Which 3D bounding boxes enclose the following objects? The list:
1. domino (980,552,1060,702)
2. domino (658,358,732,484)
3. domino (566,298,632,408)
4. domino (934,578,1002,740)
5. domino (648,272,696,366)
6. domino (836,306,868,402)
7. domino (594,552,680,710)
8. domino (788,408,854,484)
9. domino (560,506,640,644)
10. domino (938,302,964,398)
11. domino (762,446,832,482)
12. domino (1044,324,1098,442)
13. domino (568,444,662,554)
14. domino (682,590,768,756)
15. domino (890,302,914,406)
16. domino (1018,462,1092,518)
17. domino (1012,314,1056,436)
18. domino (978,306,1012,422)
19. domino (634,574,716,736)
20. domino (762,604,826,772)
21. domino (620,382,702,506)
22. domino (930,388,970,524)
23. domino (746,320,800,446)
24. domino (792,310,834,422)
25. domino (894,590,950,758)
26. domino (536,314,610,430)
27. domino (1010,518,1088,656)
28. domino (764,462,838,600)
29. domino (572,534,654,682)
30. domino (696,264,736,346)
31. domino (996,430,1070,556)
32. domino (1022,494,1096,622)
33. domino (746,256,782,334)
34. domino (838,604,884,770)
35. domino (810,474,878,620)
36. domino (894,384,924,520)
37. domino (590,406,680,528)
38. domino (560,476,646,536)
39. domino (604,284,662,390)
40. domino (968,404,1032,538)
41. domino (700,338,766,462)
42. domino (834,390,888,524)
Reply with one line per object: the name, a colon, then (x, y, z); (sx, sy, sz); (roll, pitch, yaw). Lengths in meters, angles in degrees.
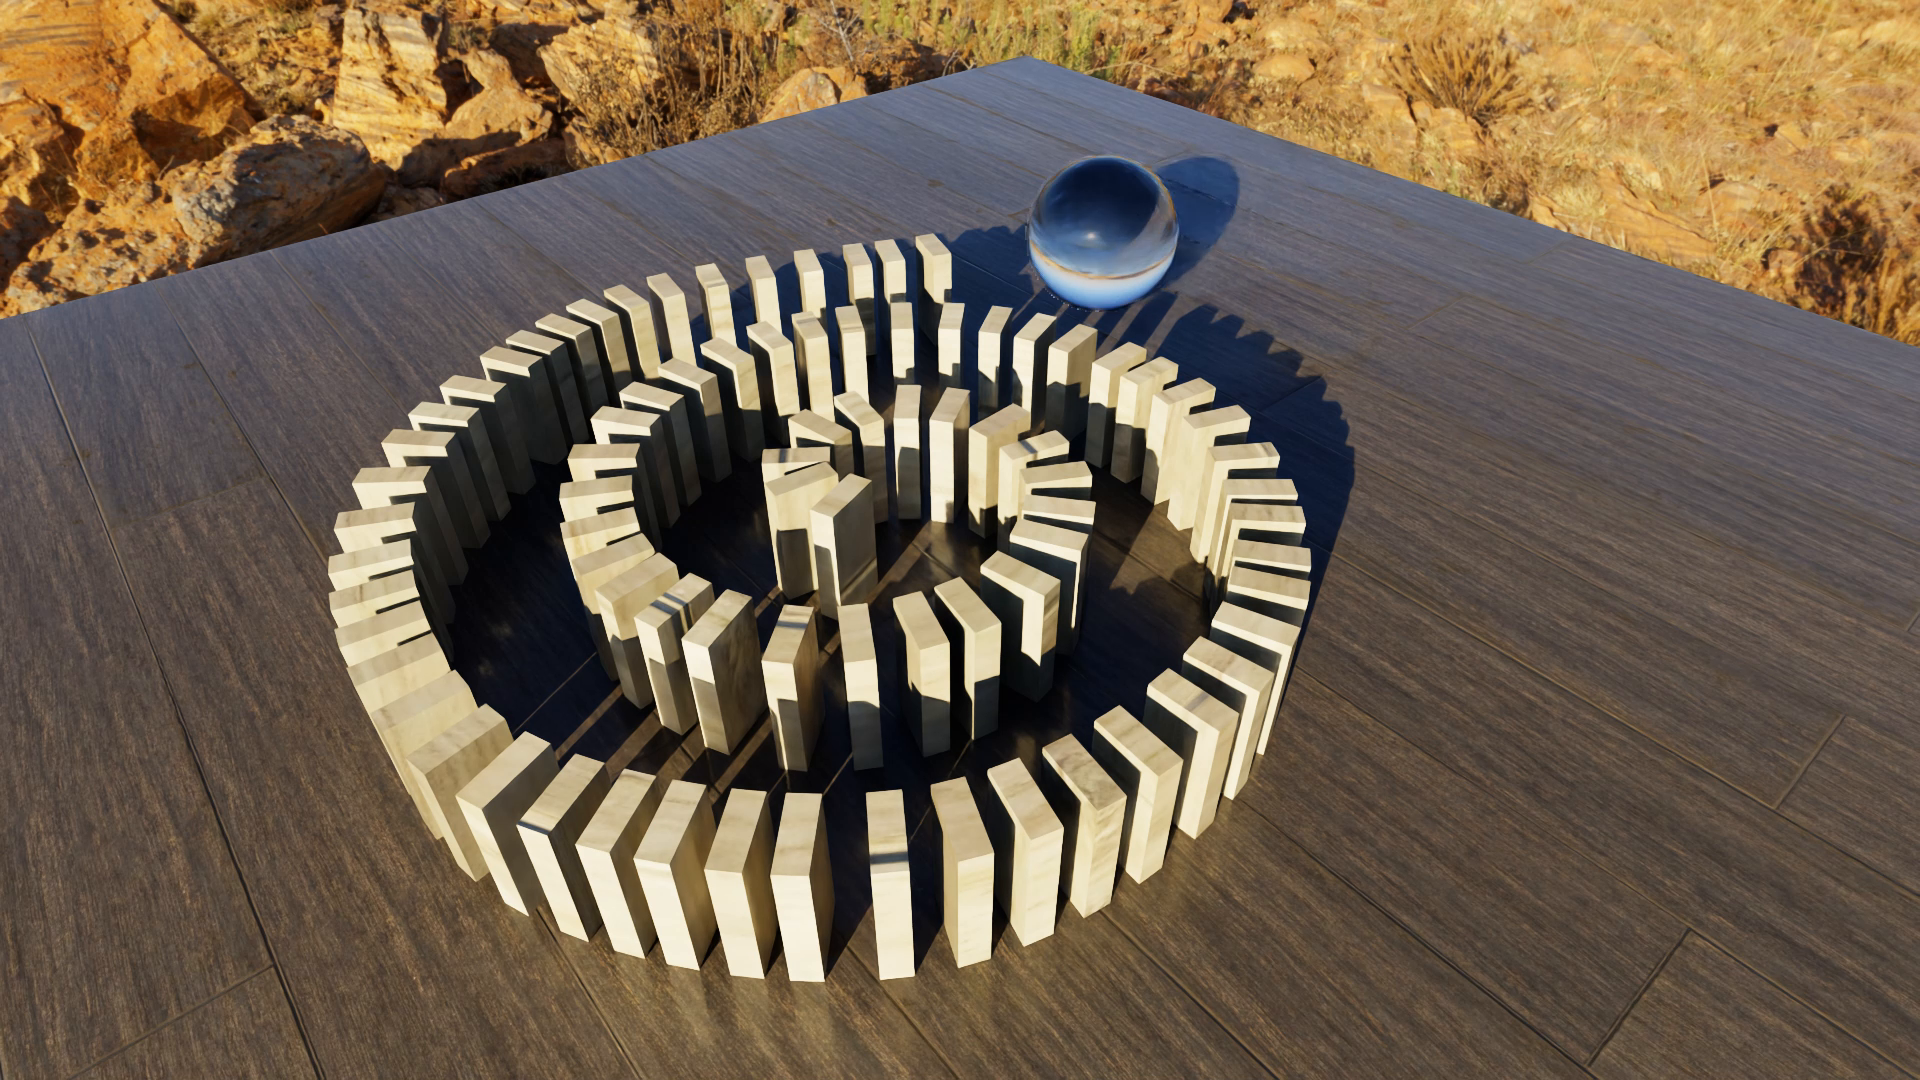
domino: (0.020, 0.030, 0.375); (0.025, 0.050, 0.010); (26, 46, 28)
domino: (-0.114, -0.051, 0.474); (0.025, 0.050, 0.009); (24, 45, 26)
domino: (-0.167, -0.085, 0.515); (0.025, 0.050, 0.010); (26, 46, 28)
domino: (0.002, 0.040, 0.363); (0.009, 0.050, 0.025); (-21, 44, -23)
domino: (-0.139, -0.101, 0.535); (0.009, 0.050, 0.025); (-21, 44, -23)
domino: (-0.049, -0.080, 0.509); (0.010, 0.050, 0.025); (-8, 40, -10)
domino: (-0.105, 0.031, 0.373); (0.009, 0.050, 0.025); (30, 48, 31)
domino: (-0.055, -0.025, 0.442); (0.025, 0.050, 0.009); (27, 47, 29)
domino: (-0.125, 0.013, 0.395); (0.025, 0.050, 0.010); (-14, 41, -17)
domino: (-0.004, -0.082, 0.511); (0.009, 0.050, 0.025); (3, 39, 4)
domino: (-0.061, -0.012, 0.426); (0.025, 0.050, 0.009); (-3, 39, -3)
domino: (0.050, -0.069, 0.495); (0.010, 0.050, 0.025); (25, 45, 27)
domino: (-0.134, -0.014, 0.429); (0.025, 0.050, 0.009); (-1, 39, -1)
domino: (-0.076, 0.044, 0.358); (0.009, 0.050, 0.025); (16, 42, 18)
domino: (-0.026, -0.082, 0.511); (0.009, 0.050, 0.025); (-2, 39, -3)
domino: (0.035, -0.005, 0.418); (0.025, 0.050, 0.010); (-8, 40, -9)
domino: (0.034, -0.075, 0.503); (0.009, 0.050, 0.025); (18, 43, 21)
domino: (0.016, -0.079, 0.508); (0.009, 0.050, 0.025); (10, 40, 12)
domino: (-0.091, 0.038, 0.365); (0.009, 0.050, 0.025); (22, 44, 24)
domino: (-0.053, 0.048, 0.353); (0.010, 0.050, 0.025); (5, 40, 7)
domino: (-0.125, -0.040, 0.460); (0.025, 0.050, 0.009); (17, 42, 20)
domino: (-0.004, -0.035, 0.454); (0.009, 0.050, 0.025); (10, 40, 12)
domino: (-0.084, -0.071, 0.498); (0.009, 0.050, 0.025); (-24, 45, -26)
domino: (-0.067, -0.076, 0.505); (0.009, 0.050, 0.025); (-14, 41, -16)
domino: (-0.012, 0.044, 0.358); (0.009, 0.050, 0.025); (-14, 41, -16)
domino: (-0.176, -0.076, 0.505); (0.025, 0.050, 0.010); (21, 44, 24)
domino: (0.030, 0.017, 0.390); (0.025, 0.050, 0.009); (13, 41, 16)
domino: (-0.058, -0.003, 0.415); (0.025, 0.050, 0.009); (-22, 44, -25)
domino: (-0.116, 0.024, 0.382); (0.025, 0.050, 0.009); (-24, 45, -26)
domino: (-0.119, -0.107, 0.543); (0.009, 0.050, 0.025); (-16, 42, -18)
domino: (0.028, -0.017, 0.432); (0.025, 0.050, 0.009); (-19, 43, -22)
domino: (0.035, 0.007, 0.402); (0.025, 0.050, 0.010); (7, 40, 8)
domino: (-0.097, -0.113, 0.549); (0.009, 0.050, 0.025); (-13, 41, -15)
domino: (-0.032, 0.048, 0.353); (0.010, 0.050, 0.025); (-6, 40, -8)
domino: (-0.042, 0.003, 0.407); (0.010, 0.050, 0.025); (20, 43, 22)
domino: (-0.021, -0.036, 0.456); (0.010, 0.050, 0.025); (1, 39, 1)
domino: (-0.131, -0.029, 0.447); (0.025, 0.050, 0.009); (10, 40, 12)
domino: (-0.131, 0.000, 0.411); (0.025, 0.050, 0.009); (-8, 40, -9)
domino: (-0.155, -0.094, 0.526); (0.010, 0.050, 0.025); (-30, 48, -31)
domino: (0.016, -0.028, 0.445); (0.025, 0.050, 0.009); (-32, 49, -33)
domino: (-0.100, -0.062, 0.487); (0.025, 0.050, 0.009); (32, 49, 33)
domino: (-0.040, -0.033, 0.452); (0.010, 0.050, 0.025); (-20, 44, -23)
